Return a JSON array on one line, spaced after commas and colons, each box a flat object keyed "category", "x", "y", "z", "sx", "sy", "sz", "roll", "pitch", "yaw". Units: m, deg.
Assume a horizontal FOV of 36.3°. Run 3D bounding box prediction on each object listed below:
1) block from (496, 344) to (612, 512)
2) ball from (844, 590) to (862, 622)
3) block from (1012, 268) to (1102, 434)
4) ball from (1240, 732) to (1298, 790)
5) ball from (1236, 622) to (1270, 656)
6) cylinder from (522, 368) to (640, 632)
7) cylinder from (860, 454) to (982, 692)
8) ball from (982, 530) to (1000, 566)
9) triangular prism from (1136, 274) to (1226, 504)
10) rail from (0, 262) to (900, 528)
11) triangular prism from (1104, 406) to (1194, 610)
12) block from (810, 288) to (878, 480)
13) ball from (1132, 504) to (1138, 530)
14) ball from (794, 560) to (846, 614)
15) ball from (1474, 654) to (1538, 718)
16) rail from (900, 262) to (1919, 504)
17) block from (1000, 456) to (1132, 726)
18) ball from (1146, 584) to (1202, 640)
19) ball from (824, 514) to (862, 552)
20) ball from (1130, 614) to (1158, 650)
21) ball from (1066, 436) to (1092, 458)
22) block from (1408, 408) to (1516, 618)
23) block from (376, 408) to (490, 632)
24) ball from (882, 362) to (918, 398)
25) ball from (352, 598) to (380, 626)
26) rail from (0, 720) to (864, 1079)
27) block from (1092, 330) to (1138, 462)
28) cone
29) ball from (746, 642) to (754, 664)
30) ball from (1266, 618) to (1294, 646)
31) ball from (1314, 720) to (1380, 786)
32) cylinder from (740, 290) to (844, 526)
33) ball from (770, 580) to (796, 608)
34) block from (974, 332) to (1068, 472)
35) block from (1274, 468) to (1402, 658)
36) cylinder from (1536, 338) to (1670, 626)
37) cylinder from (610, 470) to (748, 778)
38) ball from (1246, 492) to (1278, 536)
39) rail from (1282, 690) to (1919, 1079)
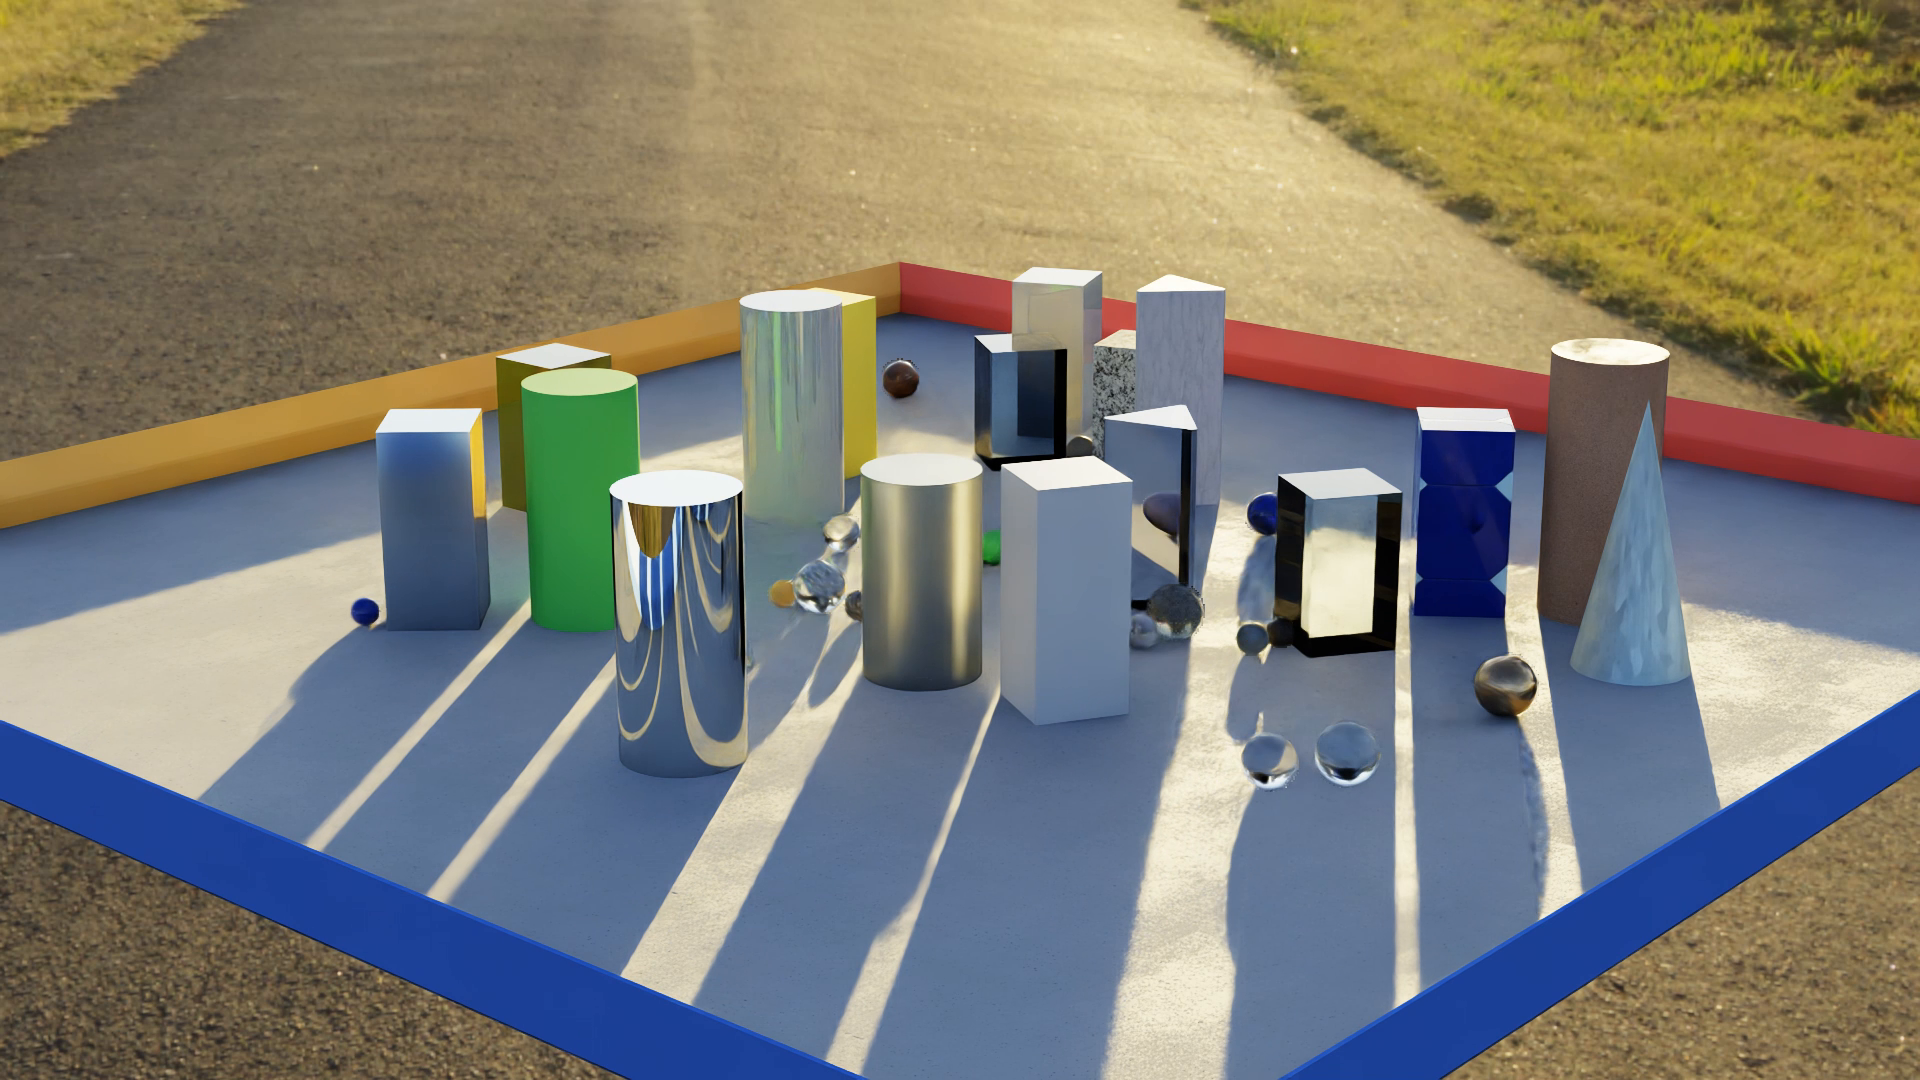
[{"category": "block", "x": -0.775, "y": -0.210, "z": 5.629, "sx": 0.155, "sy": 0.295, "sz": 0.155, "roll": 14, "pitch": 21, "yaw": 38}, {"category": "ball", "x": -0.170, "y": 0.111, "z": 4.983, "sx": 0.055, "sy": 0.055, "sz": 0.055, "roll": 0, "pitch": 17, "yaw": 0}, {"category": "block", "x": 0.206, "y": -0.403, "z": 6.226, "sx": 0.155, "sy": 0.320, "sz": 0.155, "roll": 5, "pitch": 18, "yaw": 17}, {"category": "ball", "x": 0.447, "y": 0.320, "z": 4.242, "sx": 0.083, "sy": 0.083, "sz": 0.083, "roll": 0, "pitch": 17, "yaw": 0}, {"category": "ball", "x": 0.480, "y": 0.161, "z": 4.815, "sx": 0.055, "sy": 0.055, "sz": 0.055, "roll": 0, "pitch": 17, "yaw": 0}, {"category": "cylinder", "x": -0.637, "y": -0.069, "z": 4.964, "sx": 0.193, "sy": 0.410, "sz": 0.193, "roll": 0, "pitch": 17, "yaw": 0}, {"category": "cylinder", "x": -0.061, "y": 0.050, "z": 4.692, "sx": 0.193, "sy": 0.340, "sz": 0.193, "roll": 0, "pitch": 17, "yaw": 0}, {"category": "ball", "x": 0.063, "y": 0.014, "z": 5.288, "sx": 0.064, "sy": 0.064, "sz": 0.064, "roll": 0, "pitch": 17, "yaw": 0}, {"category": "triangular prism", "x": 0.413, "y": -0.291, "z": 5.679, "sx": 0.167, "sy": 0.423, "sz": 0.145, "roll": -2, "pitch": 17, "yaw": -5}, {"category": "rail", "x": -1.207, "y": -0.271, "z": 6.124, "sx": 0.045, "sy": 0.126, "sz": 3.276, "roll": 14, "pitch": 22, "yaw": 39}, {"category": "triangular prism", "x": 0.353, "y": -0.057, "z": 5.062, "sx": 0.167, "sy": 0.331, "sz": 0.145, "roll": 9, "pitch": 19, "yaw": 26}, {"category": "block", "x": -0.276, "y": -0.309, "z": 5.856, "sx": 0.155, "sy": 0.353, "sz": 0.155, "roll": 12, "pitch": 21, "yaw": 35}, {"category": "ball", "x": 0.295, "y": -0.042, "z": 5.460, "sx": 0.072, "sy": 0.072, "sz": 0.072, "roll": 0, "pitch": 17, "yaw": 0}, {"category": "ball", "x": -0.240, "y": 0.081, "z": 5.020, "sx": 0.091, "sy": 0.091, "sz": 0.091, "roll": 0, "pitch": 17, "yaw": 0}, {"category": "ball", "x": 0.843, "y": 0.225, "z": 4.532, "sx": 0.097, "sy": 0.097, "sz": 0.097, "roll": 0, "pitch": 17, "yaw": 0}, {"category": "rail", "x": 1.058, "y": -0.321, "z": 6.287, "sx": 3.245, "sy": 0.126, "sz": 0.045, "roll": 14, "pitch": 22, "yaw": 39}, {"category": "block", "x": 0.163, "y": 0.077, "z": 4.542, "sx": 0.155, "sy": 0.375, "sz": 0.155, "roll": -6, "pitch": 18, "yaw": -19}, {"category": "ball", "x": 0.357, "y": 0.120, "z": 4.885, "sx": 0.094, "sy": 0.094, "sz": 0.094, "roll": 0, "pitch": 17, "yaw": 0}, {"category": "ball", "x": -0.215, "y": -0.012, "z": 5.366, "sx": 0.068, "sy": 0.068, "sz": 0.068, "roll": 0, "pitch": 17, "yaw": 0}, {"category": "ball", "x": 0.299, "y": 0.151, "z": 4.844, "sx": 0.058, "sy": 0.058, "sz": 0.058, "roll": 0, "pitch": 17, "yaw": 0}, {"category": "ball", "x": 0.245, "y": -0.179, "z": 5.933, "sx": 0.062, "sy": 0.062, "sz": 0.062, "roll": 0, "pitch": 17, "yaw": 0}, {"category": "block", "x": 0.860, "y": -0.048, "z": 5.037, "sx": 0.155, "sy": 0.328, "sz": 0.155, "roll": 1, "pitch": 17, "yaw": 5}, {"category": "block", "x": -0.889, "y": -0.035, "z": 4.963, "sx": 0.155, "sy": 0.346, "sz": 0.155, "roll": 0, "pitch": 17, "yaw": -2}, {"category": "ball", "x": -0.132, "y": -0.354, "z": 6.479, "sx": 0.082, "sy": 0.082, "sz": 0.082, "roll": 0, "pitch": 17, "yaw": 0}, {"category": "ball", "x": -1.006, "y": 0.121, "z": 4.961, "sx": 0.048, "sy": 0.048, "sz": 0.048, "roll": 0, "pitch": 17, "yaw": 0}, {"category": "rail", "x": -1.058, "y": 0.384, "z": 3.953, "sx": 3.245, "sy": 0.126, "sz": 0.045, "roll": 14, "pitch": 22, "yaw": 39}, {"category": "block", "x": 0.368, "y": -0.277, "z": 5.916, "sx": 0.155, "sy": 0.258, "sz": 0.155, "roll": 7, "pitch": 18, "yaw": 22}, {"category": "cone", "x": 1.090, "y": -0.009, "z": 4.703, "sx": 0.193, "sy": 0.447, "sz": 0.193, "roll": 0, "pitch": 17, "yaw": 0}, {"category": "ball", "x": -0.356, "y": 0.185, "z": 4.756, "sx": 0.044, "sy": 0.044, "sz": 0.044, "roll": 0, "pitch": 17, "yaw": 0}, {"category": "ball", "x": 0.529, "y": 0.154, "z": 4.855, "sx": 0.047, "sy": 0.047, "sz": 0.047, "roll": 0, "pitch": 17, "yaw": 0}, {"category": "ball", "x": 0.562, "y": 0.310, "z": 4.255, "sx": 0.095, "sy": 0.095, "sz": 0.095, "roll": 0, "pitch": 17, "yaw": 0}, {"category": "cylinder", "x": -0.318, "y": -0.253, "z": 5.571, "sx": 0.193, "sy": 0.412, "sz": 0.193, "roll": 0, "pitch": 17, "yaw": 0}, {"category": "ball", "x": -0.304, "y": 0.092, "z": 5.058, "sx": 0.048, "sy": 0.048, "sz": 0.048, "roll": 0, "pitch": 17, "yaw": 0}, {"category": "block", "x": 0.122, "y": -0.282, "z": 5.956, "sx": 0.155, "sy": 0.245, "sz": 0.155, "roll": -4, "pitch": 17, "yaw": -12}, {"category": "block", "x": 0.624, "y": 0.037, "z": 4.855, "sx": 0.155, "sy": 0.271, "sz": 0.155, "roll": -5, "pitch": 17, "yaw": -15}, {"category": "cylinder", "x": 1.089, "y": -0.097, "z": 4.977, "sx": 0.193, "sy": 0.457, "sz": 0.193, "roll": 0, "pitch": 17, "yaw": 0}, {"category": "cylinder", "x": -0.412, "y": 0.122, "z": 4.322, "sx": 0.193, "sy": 0.415, "sz": 0.193, "roll": 0, "pitch": 17, "yaw": 0}, {"category": "ball", "x": 0.575, "y": -0.048, "z": 5.466, "sx": 0.080, "sy": 0.080, "sz": 0.080, "roll": 0, "pitch": 17, "yaw": 0}, {"category": "rail", "x": 1.207, "y": 0.334, "z": 4.117, "sx": 0.045, "sy": 0.126, "sz": 3.276, "roll": 14, "pitch": 22, "yaw": 39}]
